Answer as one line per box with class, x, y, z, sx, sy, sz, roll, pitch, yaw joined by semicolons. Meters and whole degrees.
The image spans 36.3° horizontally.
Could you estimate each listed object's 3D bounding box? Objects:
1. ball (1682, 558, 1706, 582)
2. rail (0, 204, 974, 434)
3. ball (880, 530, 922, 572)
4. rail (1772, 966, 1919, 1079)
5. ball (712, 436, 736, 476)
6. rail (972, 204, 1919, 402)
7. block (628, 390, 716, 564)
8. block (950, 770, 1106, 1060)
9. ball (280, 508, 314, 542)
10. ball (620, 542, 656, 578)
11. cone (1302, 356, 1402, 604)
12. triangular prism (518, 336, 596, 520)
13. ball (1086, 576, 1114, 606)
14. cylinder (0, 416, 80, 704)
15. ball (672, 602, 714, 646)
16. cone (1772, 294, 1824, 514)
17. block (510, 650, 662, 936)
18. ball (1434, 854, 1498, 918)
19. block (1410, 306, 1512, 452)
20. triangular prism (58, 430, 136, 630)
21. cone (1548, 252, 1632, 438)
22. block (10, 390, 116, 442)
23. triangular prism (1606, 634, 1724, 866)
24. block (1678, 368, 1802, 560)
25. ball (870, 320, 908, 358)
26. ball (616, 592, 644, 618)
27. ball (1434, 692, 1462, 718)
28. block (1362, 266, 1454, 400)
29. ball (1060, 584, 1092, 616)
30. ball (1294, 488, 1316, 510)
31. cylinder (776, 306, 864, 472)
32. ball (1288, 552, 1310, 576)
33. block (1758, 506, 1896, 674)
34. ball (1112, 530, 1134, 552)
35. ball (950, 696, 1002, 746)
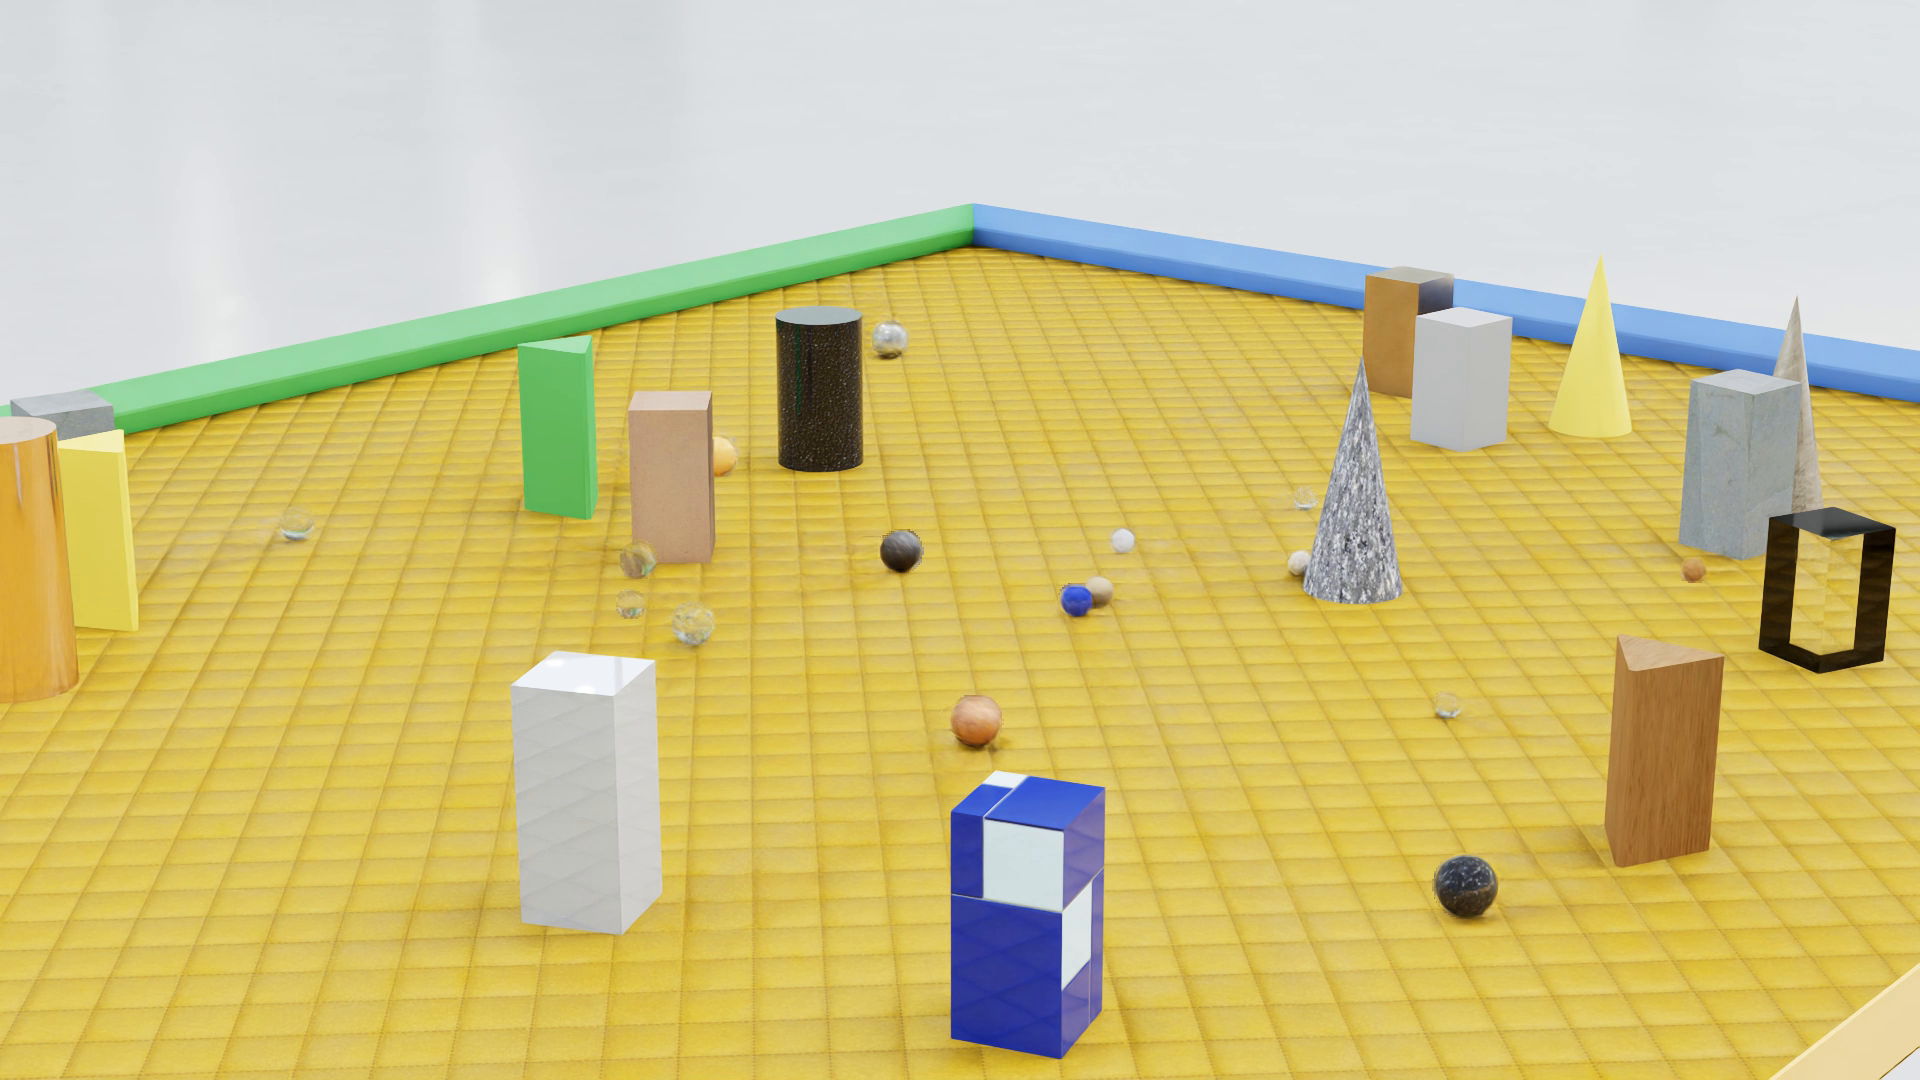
ball;1.293;0.053;5.167;0.041;0.041;0.041;0;17;0
rail;-1.500;-0.350;6.369;0.045;0.113;4.737;14;22;39
ball;-0.106;0.020;5.221;0.073;0.073;0.073;0;17;0
rail;1.500;0.407;3.876;0.045;0.113;4.737;14;22;39
ball;-0.485;-0.165;5.821;0.080;0.080;0.080;0;17;0
rail;1.537;-0.486;6.816;4.021;0.113;0.045;14;22;39
block;-0.520;-0.115;5.303;0.140;0.284;0.140;0;17;-1
block;0.080;0.441;3.465;0.140;0.289;0.140;7;18;22
ball;-1.221;-0.028;5.402;0.060;0.060;0.060;0;17;0
ball;-0.570;0.035;5.188;0.064;0.064;0.064;0;17;0
cone;0.687;-0.118;5.072;0.174;0.424;0.174;0;17;0
triangular prism;-0.736;-0.220;5.584;0.151;0.322;0.131;9;19;27
ball;0.239;0.089;5.032;0.052;0.052;0.052;0;17;0
cylinder;-1.489;0.030;4.597;0.174;0.417;0.174;0;17;0
ball;-0.440;0.139;4.837;0.070;0.070;0.070;0;17;0
cone;1.548;-0.248;5.483;0.174;0.435;0.174;0;17;0
block;-0.480;0.325;3.785;0.140;0.325;0.140;5;18;15
ball;0.656;0.448;3.799;0.082;0.082;0.082;0;17;0
block;1.035;-0.333;6.058;0.140;0.262;0.140;-14;22;-39
triangular prism;-1.437;-0.020;4.946;0.151;0.310;0.131;5;17;15
cone;1.333;-0.420;6.147;0.174;0.377;0.174;0;17;0
block;-1.575;-0.092;5.183;0.140;0.311;0.140;-11;20;-31
triangular prism;0.931;0.281;4.005;0.151;0.281;0.131;-7;18;-23
block;1.420;-0.139;5.339;0.140;0.309;0.140;-13;21;-37
ball;-0.163;-0.467;6.802;0.087;0.087;0.087;0;17;0
ball;-0.559;0.110;4.975;0.045;0.045;0.045;0;17;0
ball;0.750;0.254;4.507;0.040;0.040;0.040;0;17;0
block;0.990;-0.460;6.484;0.140;0.258;0.140;15;22;40
ball;0.198;0.102;4.982;0.055;0.055;0.055;0;17;0
ball;0.659;-0.077;5.595;0.042;0.042;0.042;0;17;0
cylinder;-0.282;-0.305;5.899;0.174;0.301;0.174;0;17;0
ball;0.604;0.042;5.203;0.043;0.043;0.043;0;17;0
block;1.407;0.080;4.762;0.140;0.226;0.140;-9;19;-26
ball;0.297;0.002;5.333;0.043;0.043;0.043;0;17;0
ball;0.024;0.272;4.389;0.076;0.076;0.076;0;17;0
